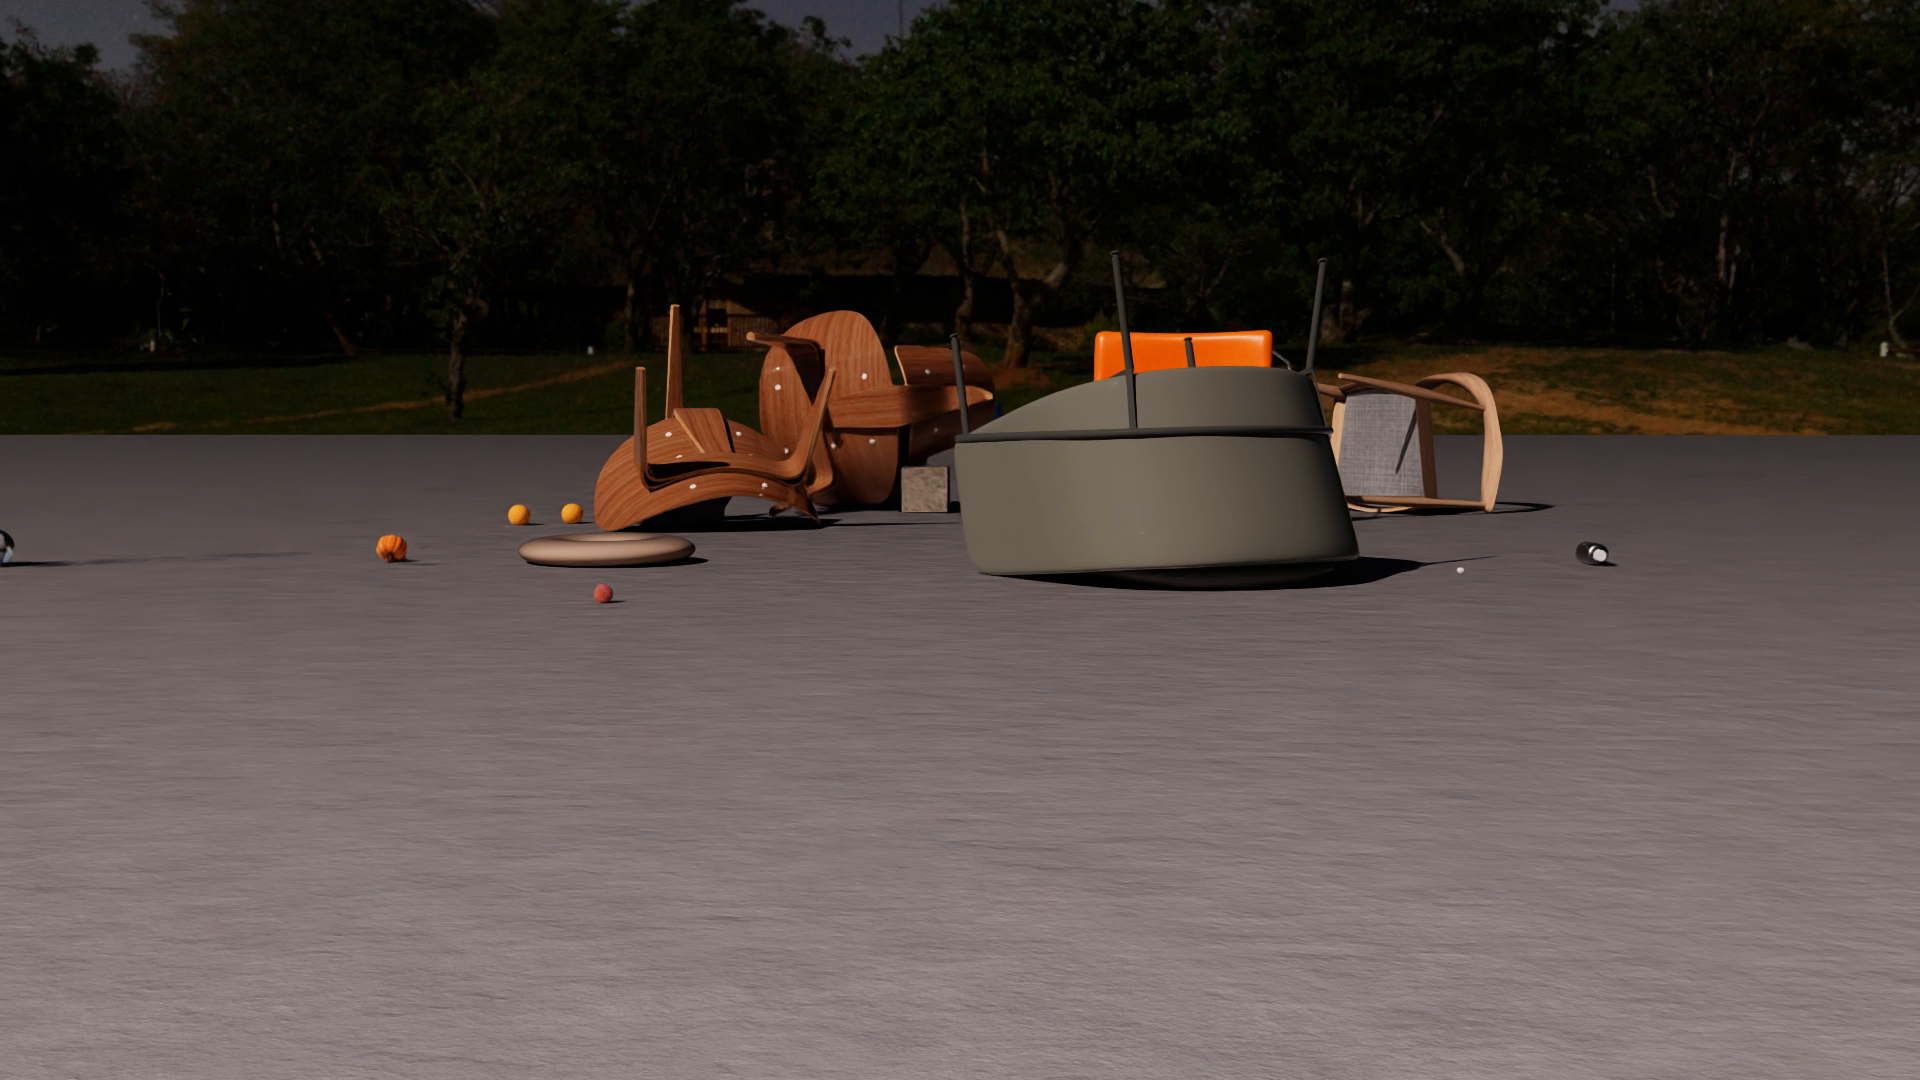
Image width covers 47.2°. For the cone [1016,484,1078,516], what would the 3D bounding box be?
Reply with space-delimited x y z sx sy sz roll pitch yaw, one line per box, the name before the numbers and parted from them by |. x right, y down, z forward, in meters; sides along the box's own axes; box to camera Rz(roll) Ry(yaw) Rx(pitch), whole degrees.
cone | 0.308 -0.118 7.827 0.224 0.118 0.179 -11 -15 -3

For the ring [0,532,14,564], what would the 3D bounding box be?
ring | -2.538 0.021 5.549 0.281 0.097 0.186 -1 5 -24

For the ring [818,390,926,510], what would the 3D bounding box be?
ring | -0.324 -0.332 8.174 0.405 0.484 0.165 -18 24 -6

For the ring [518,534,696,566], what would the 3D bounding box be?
ring | -0.916 0.025 5.708 0.466 0.066 0.436 2 5 28

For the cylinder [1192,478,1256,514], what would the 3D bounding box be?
cylinder | 0.946 -0.159 7.914 0.211 0.129 0.168 0 -9 0

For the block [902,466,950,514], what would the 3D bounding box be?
block | -0.123 -0.184 7.994 0.166 0.168 0.101 0 4 6

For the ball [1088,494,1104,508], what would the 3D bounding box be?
ball | 0.509 -0.145 8.254 0.056 0.056 0.056 0 4 0
